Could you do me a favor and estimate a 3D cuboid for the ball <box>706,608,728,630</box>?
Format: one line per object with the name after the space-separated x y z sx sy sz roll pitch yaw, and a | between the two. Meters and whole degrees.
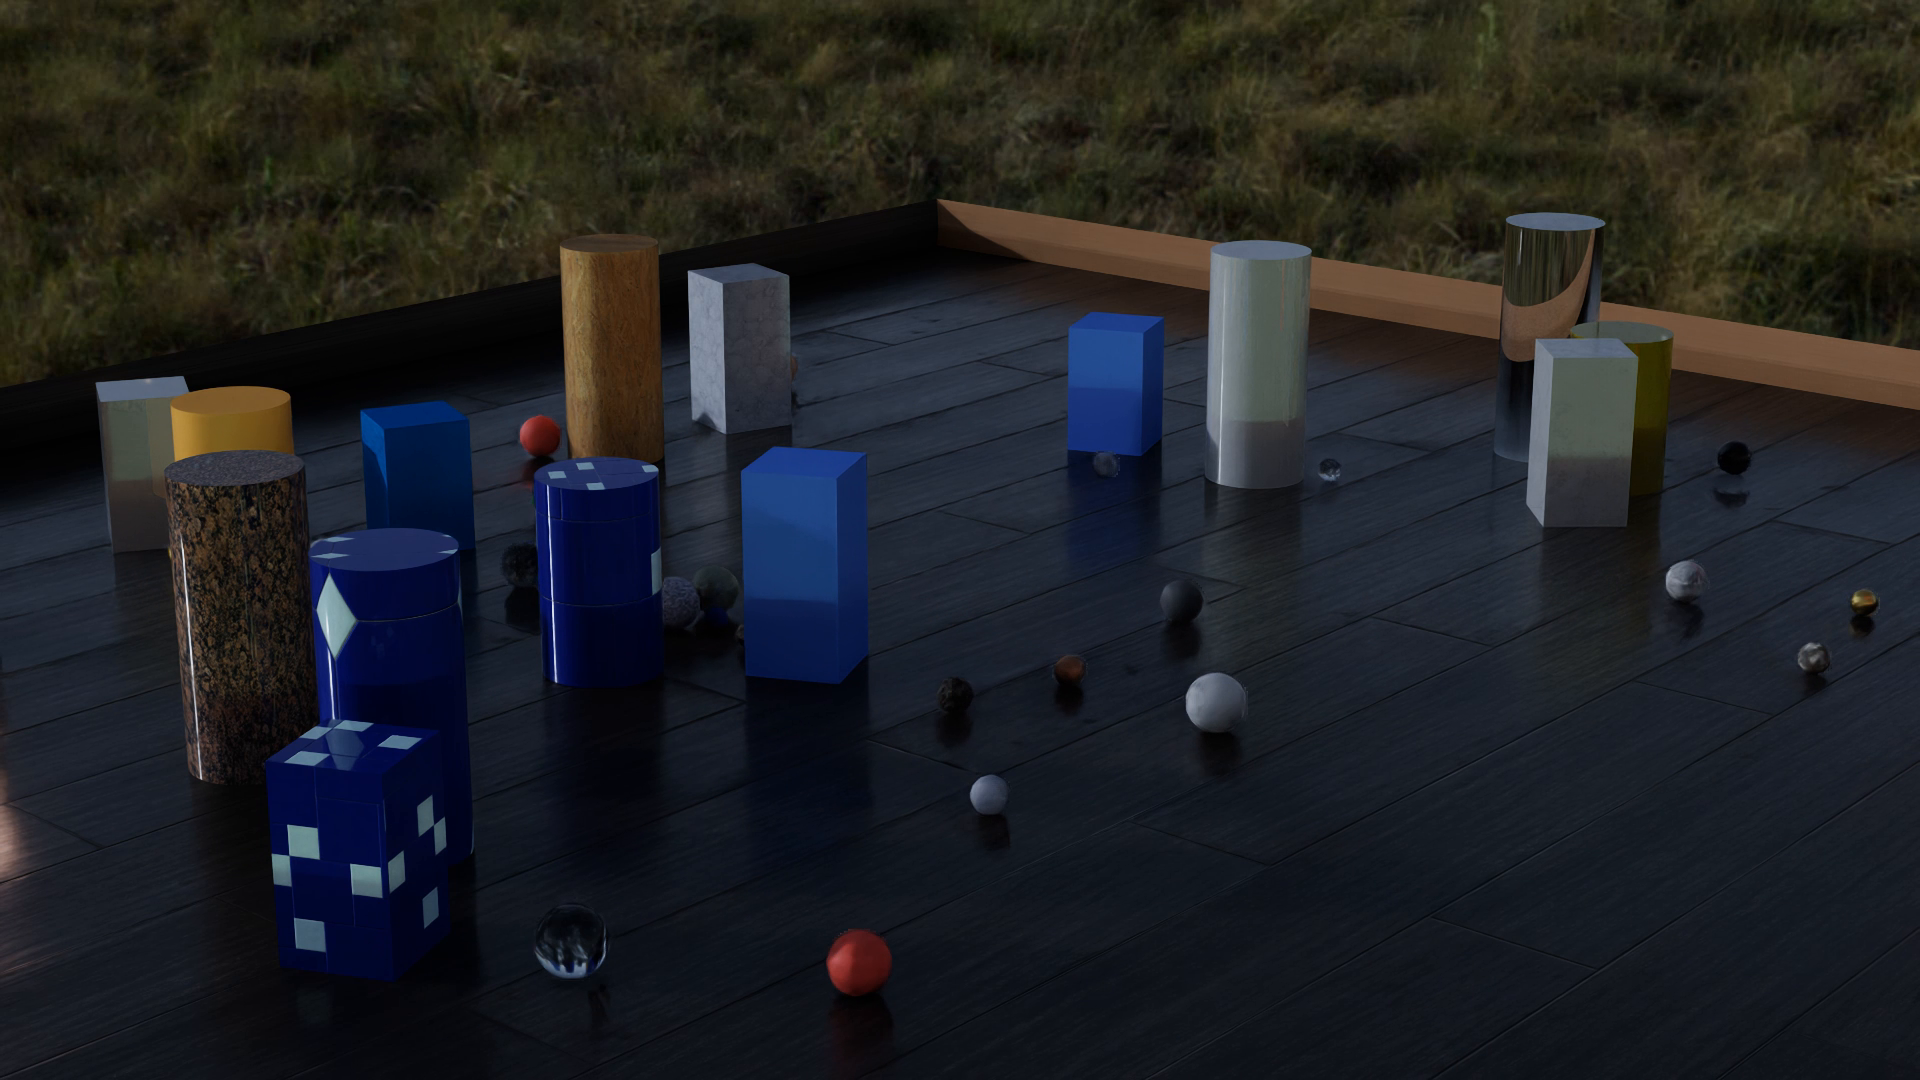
-0.410 0.133 4.942 0.040 0.040 0.040 0 17 0 | ball

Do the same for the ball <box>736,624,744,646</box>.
-0.350 0.158 4.855 0.043 0.043 0.043 0 17 0 | ball

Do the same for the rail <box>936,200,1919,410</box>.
1.534 -0.477 6.811 4.277 0.129 0.045 14 22 39 | rail

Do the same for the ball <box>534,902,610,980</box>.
-0.482 0.498 3.638 0.095 0.095 0.095 0 17 0 | ball

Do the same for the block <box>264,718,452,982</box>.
-0.755 0.388 3.689 0.158 0.275 0.158 5 17 16 | block

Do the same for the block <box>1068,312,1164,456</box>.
0.324 -0.325 6.084 0.158 0.259 0.158 6 18 19 | block

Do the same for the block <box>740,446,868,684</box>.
-0.248 0.039 4.731 0.158 0.342 0.158 5 17 15 | block

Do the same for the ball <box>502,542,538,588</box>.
-0.767 0.045 5.166 0.080 0.080 0.080 0 17 0 | ball

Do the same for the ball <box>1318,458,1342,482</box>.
0.736 -0.140 5.834 0.048 0.048 0.048 0 17 0 | ball

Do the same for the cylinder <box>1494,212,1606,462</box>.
1.203 -0.413 5.991 0.198 0.481 0.198 0 17 0 | cylinder

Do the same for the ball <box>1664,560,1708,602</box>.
1.261 0.072 5.090 0.072 0.072 0.072 0 17 0 | ball

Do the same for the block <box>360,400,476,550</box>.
-0.999 -0.113 5.403 0.158 0.245 0.158 -8 19 -25 | block

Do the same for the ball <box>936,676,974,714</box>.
-0.008 0.240 4.556 0.057 0.057 0.057 0 17 0 | ball

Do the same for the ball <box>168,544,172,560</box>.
-1.410 0.018 5.309 0.049 0.049 0.049 0 17 0 | ball

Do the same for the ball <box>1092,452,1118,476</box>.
0.291 -0.152 5.870 0.050 0.050 0.050 0 17 0 | ball

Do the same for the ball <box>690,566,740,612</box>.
-0.421 0.085 5.025 0.084 0.084 0.084 0 17 0 | ball

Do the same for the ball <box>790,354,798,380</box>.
-0.408 -0.388 6.595 0.084 0.084 0.084 0 17 0 | ball

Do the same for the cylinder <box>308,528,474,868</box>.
-0.769 0.219 3.974 0.198 0.433 0.198 0 17 0 | cylinder

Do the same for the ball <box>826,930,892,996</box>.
-0.123 0.519 3.591 0.081 0.081 0.081 0 17 0 | ball

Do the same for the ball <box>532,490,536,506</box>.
-0.791 -0.083 5.624 0.061 0.061 0.061 0 17 0 | ball

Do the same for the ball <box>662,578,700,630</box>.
-0.482 0.107 4.944 0.089 0.089 0.089 0 17 0 | ball

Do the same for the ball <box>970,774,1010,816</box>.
0.043 0.362 4.154 0.057 0.057 0.057 0 17 0 | ball

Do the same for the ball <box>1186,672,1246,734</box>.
0.390 0.248 4.467 0.093 0.093 0.093 0 17 0 | ball

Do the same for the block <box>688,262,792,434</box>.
-0.469 -0.410 6.251 0.158 0.324 0.158 -10 20 -31 | block

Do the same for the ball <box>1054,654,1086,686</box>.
0.175 0.209 4.673 0.051 0.051 0.051 0 17 0 | ball

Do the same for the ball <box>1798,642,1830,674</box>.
1.378 0.191 4.731 0.052 0.052 0.052 0 17 0 | ball

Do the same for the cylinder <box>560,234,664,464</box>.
-0.707 -0.386 5.966 0.198 0.443 0.198 0 17 0 | cylinder

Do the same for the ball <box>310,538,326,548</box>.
-1.129 0.035 5.207 0.075 0.075 0.075 0 17 0 | ball

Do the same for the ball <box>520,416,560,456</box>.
-0.862 -0.213 6.016 0.084 0.084 0.084 0 17 0 | ball

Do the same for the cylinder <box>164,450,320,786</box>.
-1.047 0.112 4.297 0.198 0.453 0.198 0 17 0 | cylinder

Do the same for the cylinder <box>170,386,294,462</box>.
-1.235 -0.061 5.020 0.198 0.367 0.198 0 17 0 | cylinder

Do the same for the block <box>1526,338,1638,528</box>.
1.179 -0.204 5.563 0.158 0.328 0.158 0 17 -1 | block

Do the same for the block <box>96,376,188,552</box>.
-1.503 -0.142 5.431 0.158 0.284 0.158 -6 18 -18 | block

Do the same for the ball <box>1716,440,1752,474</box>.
1.555 -0.166 5.886 0.068 0.068 0.068 0 17 0 | ball

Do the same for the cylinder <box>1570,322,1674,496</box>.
1.298 -0.261 5.790 0.198 0.306 0.198 0 17 0 | cylinder

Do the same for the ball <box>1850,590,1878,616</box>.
1.548 0.107 5.021 0.045 0.045 0.045 0 17 0 | ball

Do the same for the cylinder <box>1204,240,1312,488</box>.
0.590 -0.349 5.816 0.198 0.459 0.198 0 17 0 | cylinder

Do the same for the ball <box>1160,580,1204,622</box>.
0.377 0.104 4.983 0.073 0.073 0.073 0 17 0 | ball

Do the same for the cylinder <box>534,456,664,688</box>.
-0.579 0.051 4.714 0.198 0.329 0.198 0 17 0 | cylinder

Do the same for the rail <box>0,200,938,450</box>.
-1.597 -0.368 6.447 0.045 0.129 4.727 14 22 39 | rail
